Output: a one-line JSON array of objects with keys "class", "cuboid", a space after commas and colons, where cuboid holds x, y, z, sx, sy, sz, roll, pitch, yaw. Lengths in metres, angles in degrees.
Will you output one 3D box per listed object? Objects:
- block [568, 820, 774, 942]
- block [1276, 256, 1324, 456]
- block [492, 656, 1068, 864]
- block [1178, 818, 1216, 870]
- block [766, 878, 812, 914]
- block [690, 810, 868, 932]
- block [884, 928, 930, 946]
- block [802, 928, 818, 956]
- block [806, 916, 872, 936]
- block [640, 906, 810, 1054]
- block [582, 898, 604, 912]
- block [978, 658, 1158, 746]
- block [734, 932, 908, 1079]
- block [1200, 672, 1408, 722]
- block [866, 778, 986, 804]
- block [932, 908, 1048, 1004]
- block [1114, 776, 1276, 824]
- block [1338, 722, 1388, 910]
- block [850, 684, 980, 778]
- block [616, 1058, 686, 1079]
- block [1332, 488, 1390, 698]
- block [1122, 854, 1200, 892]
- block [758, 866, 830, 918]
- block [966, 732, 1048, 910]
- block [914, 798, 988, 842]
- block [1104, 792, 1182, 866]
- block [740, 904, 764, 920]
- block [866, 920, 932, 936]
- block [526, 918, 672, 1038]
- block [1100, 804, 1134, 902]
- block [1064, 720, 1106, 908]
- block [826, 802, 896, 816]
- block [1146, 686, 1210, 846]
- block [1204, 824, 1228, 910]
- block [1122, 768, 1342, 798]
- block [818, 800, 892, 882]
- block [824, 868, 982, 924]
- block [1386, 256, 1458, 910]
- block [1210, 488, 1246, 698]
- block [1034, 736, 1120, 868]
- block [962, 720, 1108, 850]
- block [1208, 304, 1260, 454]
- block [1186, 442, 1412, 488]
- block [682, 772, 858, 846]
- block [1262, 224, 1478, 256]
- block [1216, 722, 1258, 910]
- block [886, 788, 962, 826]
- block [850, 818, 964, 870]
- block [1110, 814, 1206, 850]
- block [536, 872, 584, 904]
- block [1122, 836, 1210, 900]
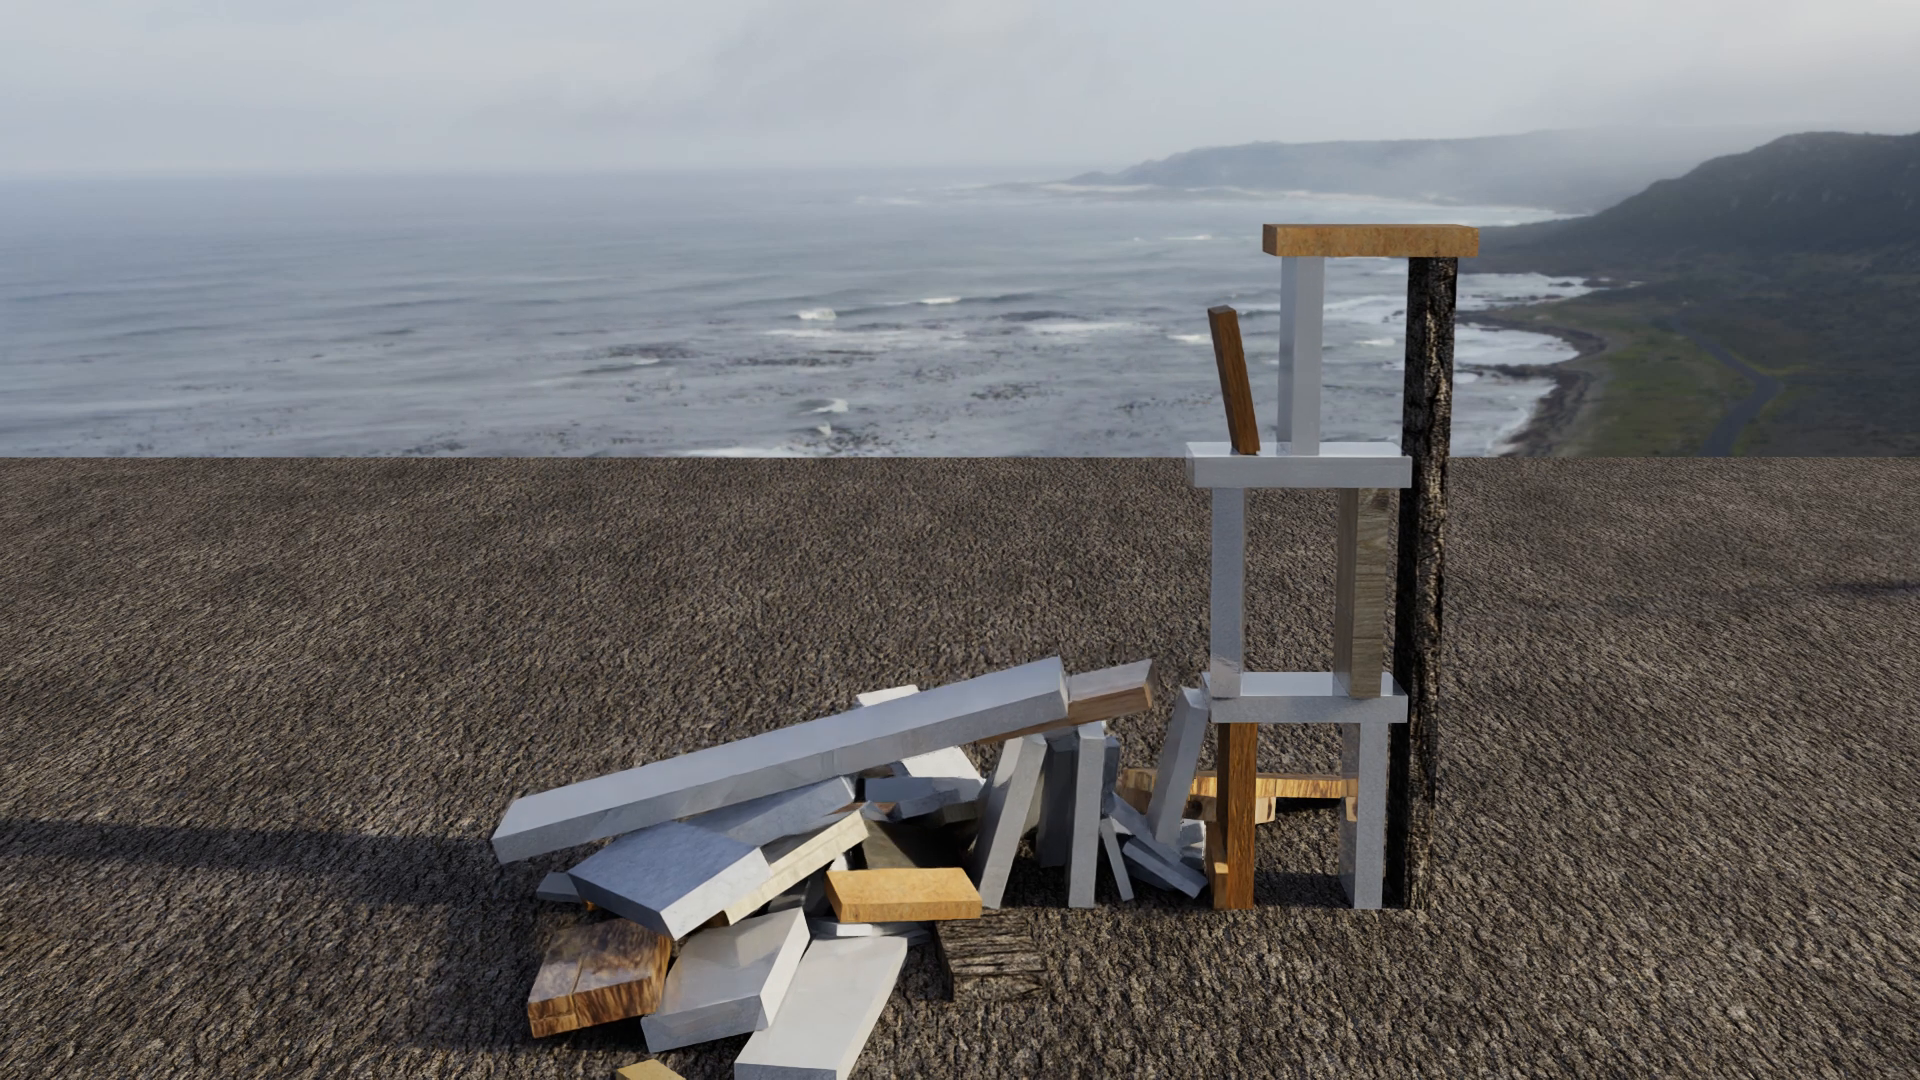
[{"class": "block", "cuboid": [-0.454, 0.513, 3.385, 0.174, 0.049, 0.455, -32, 13, -24]}, {"class": "block", "cuboid": [0.542, -0.299, 3.504, 0.044, 0.311, 0.156, 0, 11, 0]}, {"class": "block", "cuboid": [-0.292, 0.359, 3.596, 0.960, 0.046, 0.163, -15, 15, 7]}, {"class": "block", "cuboid": [0.413, 0.530, 3.866, 0.072, 0.020, 0.305, 3, 6, 15]}, {"class": "block", "cuboid": [-0.277, 0.584, 3.522, 0.052, 0.015, 0.104, -4, 33, 16]}, {"class": "block", "cuboid": [-0.311, 0.524, 3.476, 0.163, 0.046, 0.327, -17, 7, 42]}, {"class": "block", "cuboid": [-0.104, 0.625, 3.442, 0.104, 0.015, 0.052, -8, 13, -35]}, {"class": "block", "cuboid": [-0.238, 0.627, 3.423, 0.117, 0.017, 0.059, -9, 14, -40]}, {"class": "block", "cuboid": [-0.188, 0.598, 3.407, 0.058, 0.017, 0.117, 5, -5, -27]}, {"class": "block", "cuboid": [-0.334, 0.633, 3.186, 0.174, 0.049, 0.347, -14, 9, 8]}, {"class": "block", "cuboid": [-0.566, 0.578, 3.615, 0.112, 0.016, 0.056, -3, 35, -28]}, {"class": "block", "cuboid": [0.175, 0.265, 3.604, 0.287, 0.041, 0.144, -13, 12, 14]}, {"class": "block", "cuboid": [-0.190, 0.669, 3.137, 0.139, 0.039, 0.488, 2, 11, 9]}, {"class": "block", "cuboid": [0.562, 0.258, 3.611, 0.315, 0.045, 0.157, 0, 11, 0]}, {"class": "block", "cuboid": [-0.008, 0.455, 3.981, 0.157, 0.044, 0.314, -6, -9, 39]}, {"class": "block", "cuboid": [0.042, 0.630, 3.347, 0.139, 0.039, 0.277, -1, 11, -7]}, {"class": "block", "cuboid": [0.404, 0.479, 4.042, 0.314, 0.044, 0.157, 4, -1, 27]}, {"class": "block", "cuboid": [0.667, 0.434, 3.644, 0.045, 0.315, 0.158, 0, 11, 0]}, {"class": "block", "cuboid": [-0.081, 0.396, 4.215, 0.139, 0.039, 0.277, -8, 45, -36]}, {"class": "block", "cuboid": [-0.401, 0.722, 2.914, 0.059, 0.017, 0.117, -8, 13, -37]}, {"class": "block", "cuboid": [0.650, 0.070, 3.569, 0.048, 0.340, 0.170, 0, 11, 0]}, {"class": "block", "cuboid": [0.336, 0.564, 3.755, 0.072, 0.020, 0.143, -7, 13, -34]}, {"class": "block", "cuboid": [-0.301, 0.567, 3.601, 0.207, 0.029, 0.104, 6, 37, 30]}, {"class": "block", "cuboid": [0.076, 0.449, 3.638, 0.041, 0.287, 0.144, 15, 9, -8]}, {"class": "block", "cuboid": [-0.027, 0.496, 3.795, 0.108, 0.030, 0.215, -6, -19, -30]}, {"class": "block", "cuboid": [0.305, 0.481, 3.667, 0.145, 0.021, 0.072, 39, 8, -11]}, {"class": "block", "cuboid": [-0.426, 0.582, 3.550, 0.207, 0.029, 0.103, 3, 23, 25]}, {"class": "block", "cuboid": [-0.086, 0.581, 3.504, 0.208, 0.029, 0.104, -3, 22, -38]}, {"class": "block", "cuboid": [-0.517, 0.624, 3.193, 0.174, 0.049, 0.347, -12, 7, -3]}, {"class": "block", "cuboid": [0.257, 0.519, 3.654, 0.021, 0.145, 0.072, -17, 10, 3]}, {"class": "block", "cuboid": [0.206, 0.448, 3.644, 0.041, 0.287, 0.144, 3, 11, -1]}, {"class": "block", "cuboid": [-0.146, 0.509, 4.020, 0.215, 0.030, 0.108, -2, 11, -11]}, {"class": "block", "cuboid": [0.359, 0.371, 3.629, 0.033, 0.236, 0.118, 12, 12, -5]}, {"class": "block", "cuboid": [0.424, 0.540, 3.640, 0.020, 0.072, 0.143, 0, 25, 0]}, {"class": "block", "cuboid": [0.532, 0.451, 4.070, 0.483, 0.032, 0.113, 5, -1, -30]}, {"class": "block", "cuboid": [-0.154, 0.525, 3.612, 0.029, 0.104, 0.208, -39, 9, 29]}, {"class": "block", "cuboid": [-0.090, 0.557, 3.452, 0.226, 0.032, 0.113, 1, 18, -18]}, {"class": "block", "cuboid": [0.747, 0.069, 3.574, 0.044, 1.059, 0.156, 0, 11, 0]}, {"class": "block", "cuboid": [0.436, 0.069, 3.571, 0.048, 0.340, 0.170, 1, 11, 9]}, {"class": "block", "cuboid": [0.201, 0.450, 3.773, 0.118, 0.236, 0.033, -3, 27, -17]}, {"class": "block", "cuboid": [0.124, 0.418, 3.846, 0.157, 0.314, 0.044, -7, 51, -35]}, {"class": "block", "cuboid": [0.437, -0.257, 3.508, 0.032, 0.226, 0.113, -11, 10, 2]}, {"class": "block", "cuboid": [0.540, -0.122, 3.534, 0.340, 0.048, 0.170, 0, 11, 1]}, {"class": "block", "cuboid": [-0.326, 0.450, 3.606, 0.327, 0.046, 0.163, -26, 12, 6]}, {"class": "block", "cuboid": [0.645, -0.474, 3.472, 0.311, 0.044, 0.156, 0, 11, 0]}, {"class": "block", "cuboid": [0.457, 0.434, 3.644, 0.045, 0.315, 0.158, 0, 11, 0]}, {"class": "block", "cuboid": [-0.078, 0.485, 3.818, 0.108, 0.030, 0.215, -10, -18, -19]}, {"class": "block", "cuboid": [-0.087, 0.521, 3.620, 0.208, 0.104, 0.029, 14, -44, -38]}, {"class": "block", "cuboid": [0.310, 0.513, 3.852, 0.118, 0.033, 0.236, -11, 4, -33]}, {"class": "block", "cuboid": [-0.640, 0.578, 3.648, 0.113, 0.016, 0.056, 3, 28, 14]}, {"class": "block", "cuboid": [0.344, 0.544, 3.663, 0.145, 0.021, 0.072, 31, 11, 17]}]
